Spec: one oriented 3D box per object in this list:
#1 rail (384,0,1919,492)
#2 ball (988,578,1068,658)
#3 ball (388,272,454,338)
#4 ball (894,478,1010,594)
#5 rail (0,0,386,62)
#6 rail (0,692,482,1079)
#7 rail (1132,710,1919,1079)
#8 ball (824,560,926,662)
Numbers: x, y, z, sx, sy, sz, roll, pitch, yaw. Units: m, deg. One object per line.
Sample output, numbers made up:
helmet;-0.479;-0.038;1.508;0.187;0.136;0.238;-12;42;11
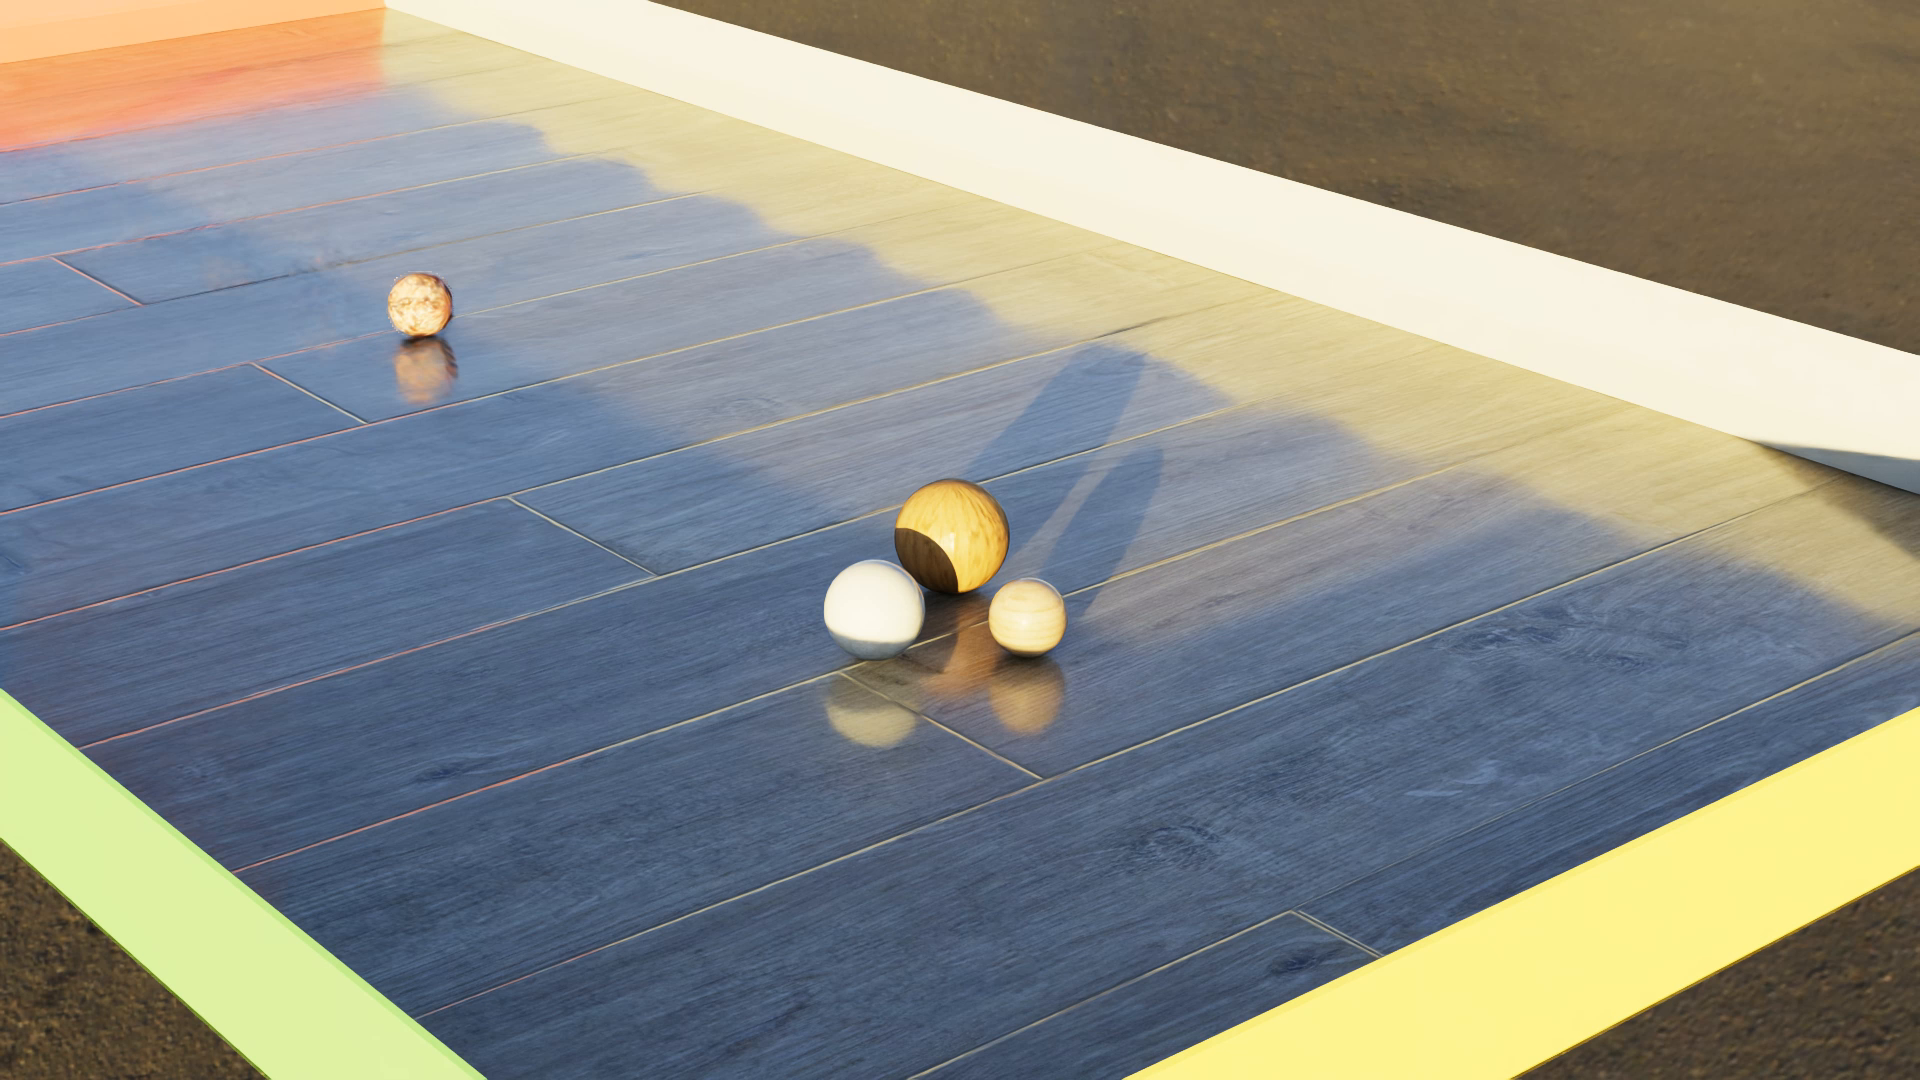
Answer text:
rail;0.095;-0.442;3.510;0.045;0.126;3.234;-17;28;-36
ball;0.054;0.062;2.344;0.064;0.064;0.064;0;22;0
ball;-0.570;-0.249;3.110;0.068;0.068;0.068;0;22;0
ball;-0.007;-0.003;2.460;0.097;0.097;0.097;0;22;0
rail;-1.528;-0.713;4.184;1.627;0.126;0.045;-17;28;-36
rail;-1.124;-0.067;2.578;0.045;0.126;3.234;-17;28;-36
rail;0.499;0.204;1.904;1.627;0.126;0.045;-17;28;-36
ball;-0.068;0.056;2.335;0.081;0.081;0.081;0;22;0
